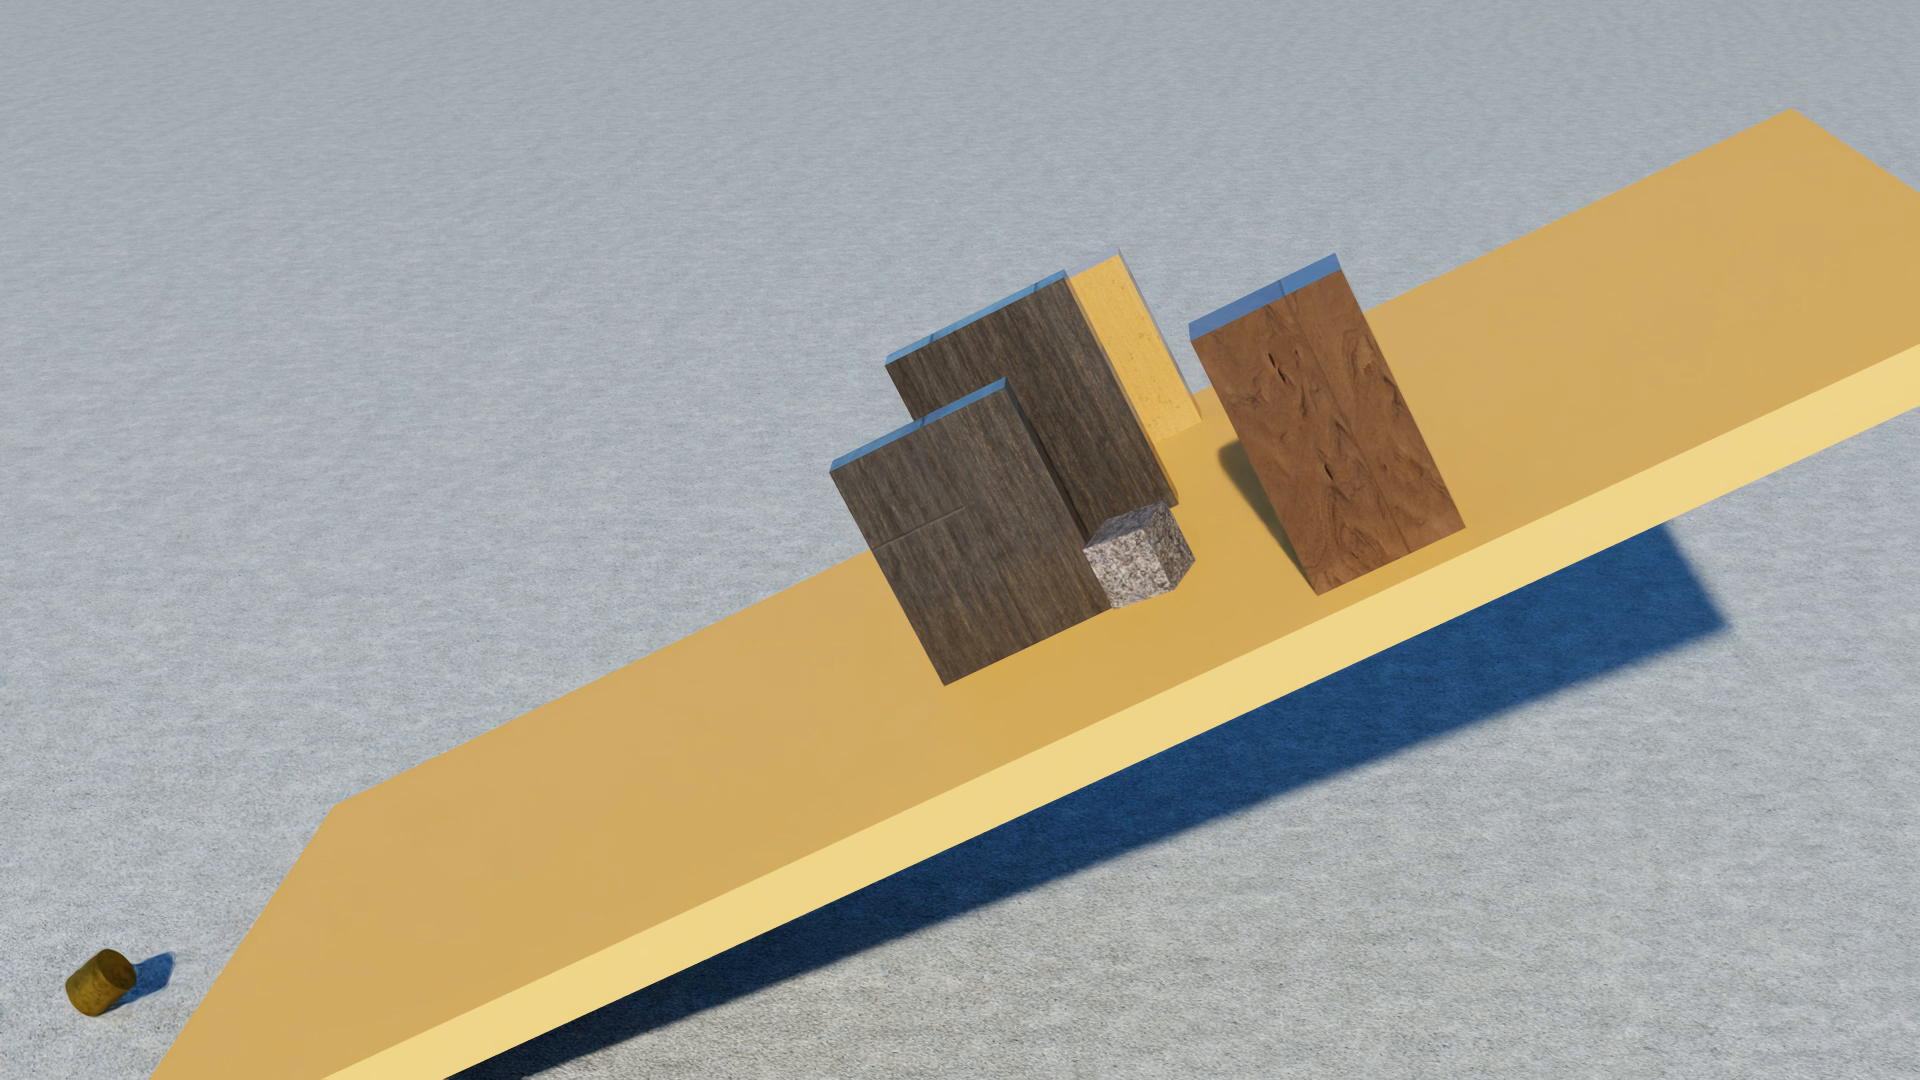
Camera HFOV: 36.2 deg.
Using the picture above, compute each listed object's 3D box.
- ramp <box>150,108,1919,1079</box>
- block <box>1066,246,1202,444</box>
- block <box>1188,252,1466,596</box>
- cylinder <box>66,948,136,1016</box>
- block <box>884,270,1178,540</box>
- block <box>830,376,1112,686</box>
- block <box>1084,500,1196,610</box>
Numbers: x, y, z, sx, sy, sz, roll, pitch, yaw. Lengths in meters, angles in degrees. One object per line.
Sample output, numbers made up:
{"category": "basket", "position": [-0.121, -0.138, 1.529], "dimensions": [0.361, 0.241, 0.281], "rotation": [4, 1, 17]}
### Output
{"category": "ramp", "position": [0.139, 0.168, 6.281], "dimensions": [4.000, 0.100, 2.000], "rotation": [-25, 14, 10]}
{"category": "block", "position": [0.305, -0.405, 6.898], "dimensions": [0.364, 0.442, 0.104], "rotation": [-25, 14, 10]}
{"category": "block", "position": [0.661, -0.207, 5.306], "dimensions": [0.293, 0.528, 0.145], "rotation": [-25, 14, 10]}
{"category": "cylinder", "position": [-1.925, 0.992, 6.592], "dimensions": [0.109, 0.109, 0.109], "rotation": [-40, 7, 18]}
{"category": "block", "position": [0.157, -0.237, 6.335], "dimensions": [0.427, 0.554, 0.092], "rotation": [-25, 14, 10]}
{"category": "block", "position": [0.030, -0.014, 5.882], "dimensions": [0.389, 0.500, 0.089], "rotation": [-25, 14, 10]}
{"category": "block", "position": [0.357, 0.029, 5.852], "dimensions": [0.141, 0.141, 0.141], "rotation": [-20, 16, 31]}
